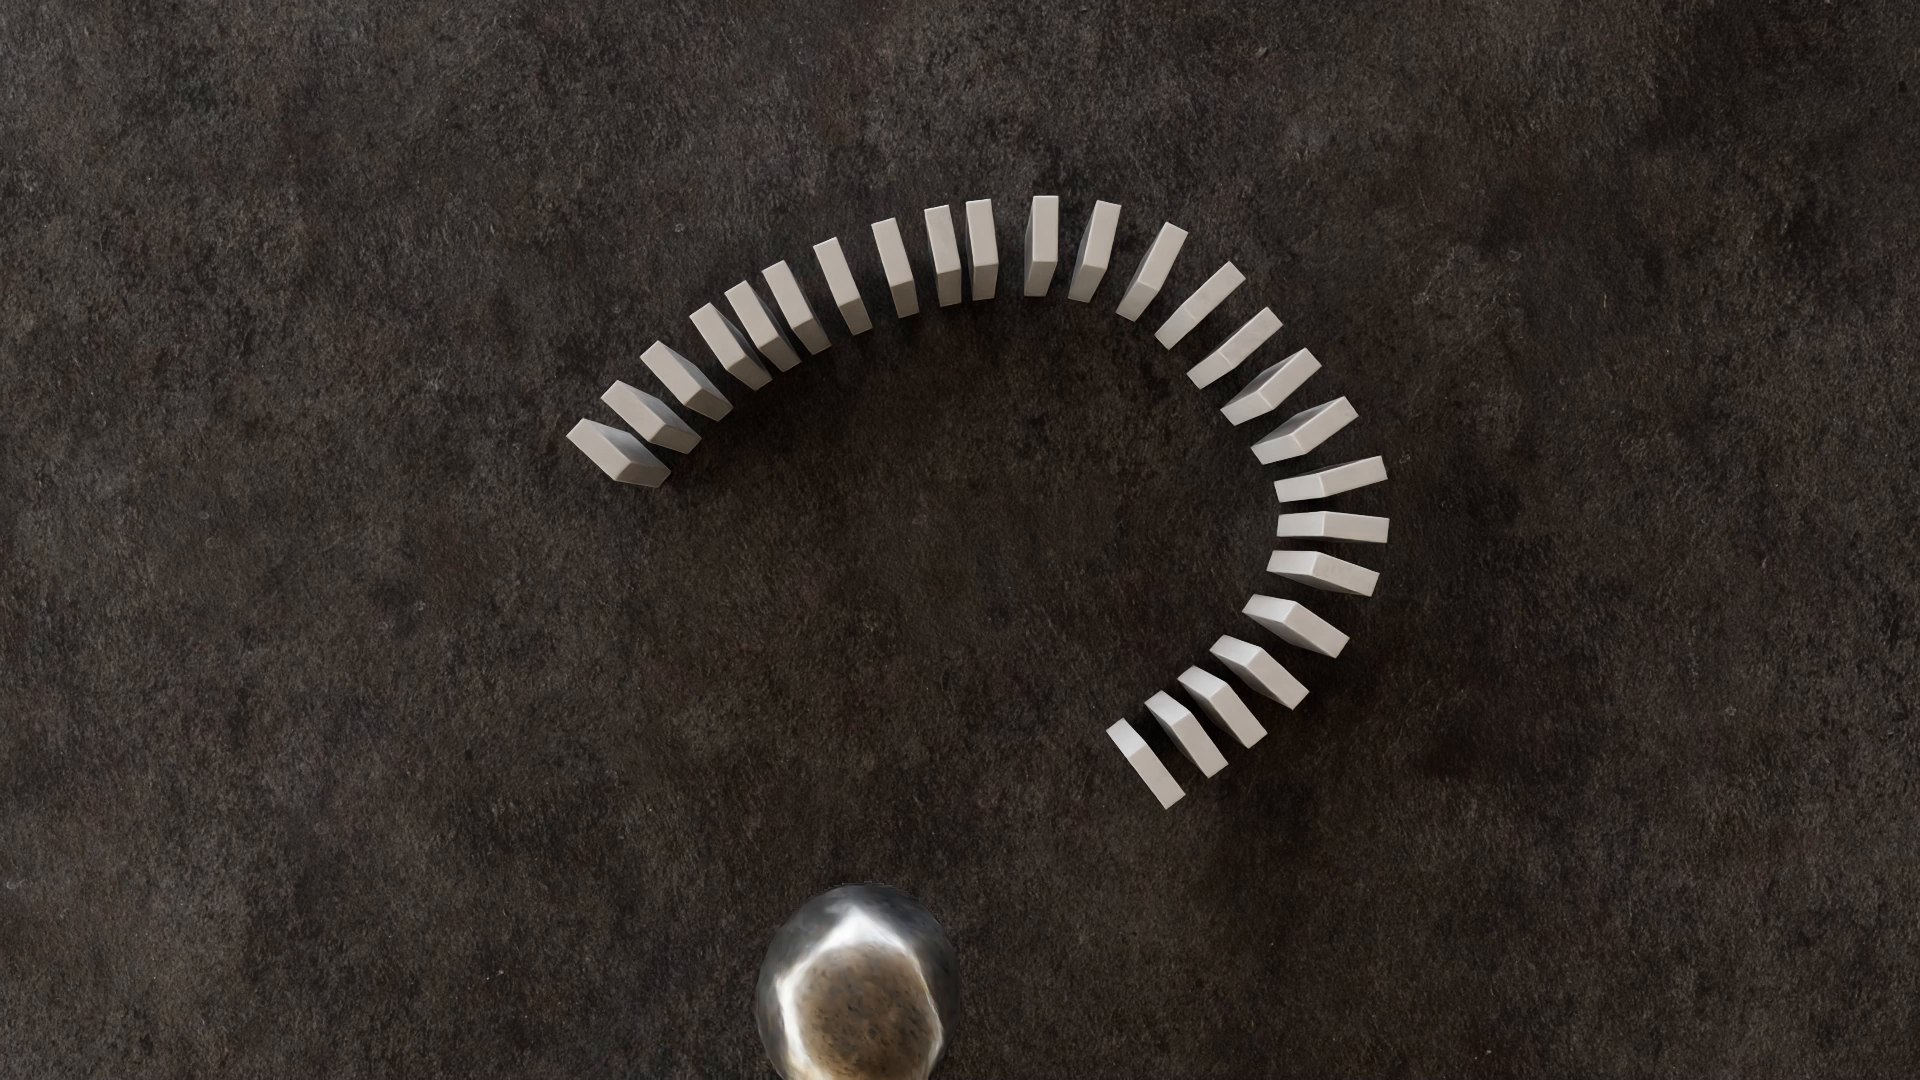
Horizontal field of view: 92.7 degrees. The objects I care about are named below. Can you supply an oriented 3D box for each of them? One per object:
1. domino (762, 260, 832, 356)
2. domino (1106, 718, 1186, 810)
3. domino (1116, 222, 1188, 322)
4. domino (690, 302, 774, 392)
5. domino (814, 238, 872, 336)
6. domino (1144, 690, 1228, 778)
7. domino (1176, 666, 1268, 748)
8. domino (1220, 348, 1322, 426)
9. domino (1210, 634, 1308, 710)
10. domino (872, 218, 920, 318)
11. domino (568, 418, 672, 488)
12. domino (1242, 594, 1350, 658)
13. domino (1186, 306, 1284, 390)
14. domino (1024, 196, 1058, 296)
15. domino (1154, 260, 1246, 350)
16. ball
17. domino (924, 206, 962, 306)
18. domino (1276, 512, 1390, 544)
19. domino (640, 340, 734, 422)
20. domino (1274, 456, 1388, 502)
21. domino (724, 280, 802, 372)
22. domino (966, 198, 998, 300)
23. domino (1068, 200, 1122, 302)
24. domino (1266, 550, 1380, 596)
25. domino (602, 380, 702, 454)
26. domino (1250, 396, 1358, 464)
[{"bbox_3d":[-0.066,-0.094,0.375,0.009,0.050,0.025,-27,90,0],"label":"domino"},{"bbox_3d":[0.075,0.090,0.375,0.010,0.050,0.025,-37,90,0],"label":"domino"},{"bbox_3d":[0.078,-0.108,0.375,0.009,0.050,0.025,26,90,0],"label":"domino"},{"bbox_3d":[-0.093,-0.078,0.375,0.010,0.050,0.025,-35,90,0],"label":"domino"},{"bbox_3d":[-0.047,-0.102,0.375,0.009,0.050,0.025,-22,90,0],"label":"domino"},{"bbox_3d":[0.091,0.078,0.375,0.009,0.050,0.025,-36,90,0],"label":"domino"},{"bbox_3d":[0.106,0.067,0.375,0.009,0.050,0.025,-39,90,0],"label":"domino"},{"bbox_3d":[0.126,-0.062,0.375,0.025,0.050,0.010,-42,90,0],"label":"domino"},{"bbox_3d":[0.121,0.053,0.375,0.025,0.050,0.010,42,90,0],"label":"domino"},{"bbox_3d":[-0.026,-0.110,0.375,0.010,0.050,0.025,-17,90,0],"label":"domino"},{"bbox_3d":[-0.138,-0.035,0.375,0.025,0.050,0.010,43,90,0],"label":"domino"},{"bbox_3d":[0.136,0.034,0.375,0.025,0.050,0.009,34,90,0],"label":"domino"},{"bbox_3d":[0.111,-0.077,0.375,0.025,0.050,0.009,-42,90,0],"label":"domino"},{"bbox_3d":[0.033,-0.119,0.375,0.009,0.050,0.025,1,90,0],"label":"domino"},{"bbox_3d":[0.097,-0.095,0.375,0.025,0.050,0.009,-43,90,0],"label":"domino"},{"bbox_3d":[-0.039,0.178,0.360,0.080,0.080,0.080,0,90,0],"label":"ball"},{"bbox_3d":[-0.007,-0.115,0.375,0.009,0.050,0.025,-11,90,0],"label":"domino"},{"bbox_3d":[0.151,-0.005,0.375,0.025,0.050,0.009,6,90,0],"label":"domino"},{"bbox_3d":[-0.110,-0.064,0.375,0.010,0.050,0.025,-43,90,0],"label":"domino"},{"bbox_3d":[0.150,-0.024,0.375,0.025,0.050,0.009,-16,90,0],"label":"domino"},{"bbox_3d":[-0.080,-0.086,0.375,0.009,0.050,0.025,-31,90,0],"label":"domino"},{"bbox_3d":[0.009,-0.117,0.375,0.010,0.050,0.025,-7,90,0],"label":"domino"},{"bbox_3d":[0.054,-0.117,0.375,0.009,0.050,0.025,13,90,0],"label":"domino"},{"bbox_3d":[0.147,0.013,0.375,0.025,0.050,0.009,19,90,0],"label":"domino"},{"bbox_3d":[-0.125,-0.049,0.375,0.025,0.050,0.009,43,90,0],"label":"domino"},{"bbox_3d":[0.140,-0.044,0.375,0.025,0.050,0.010,-36,90,0],"label":"domino"}]
